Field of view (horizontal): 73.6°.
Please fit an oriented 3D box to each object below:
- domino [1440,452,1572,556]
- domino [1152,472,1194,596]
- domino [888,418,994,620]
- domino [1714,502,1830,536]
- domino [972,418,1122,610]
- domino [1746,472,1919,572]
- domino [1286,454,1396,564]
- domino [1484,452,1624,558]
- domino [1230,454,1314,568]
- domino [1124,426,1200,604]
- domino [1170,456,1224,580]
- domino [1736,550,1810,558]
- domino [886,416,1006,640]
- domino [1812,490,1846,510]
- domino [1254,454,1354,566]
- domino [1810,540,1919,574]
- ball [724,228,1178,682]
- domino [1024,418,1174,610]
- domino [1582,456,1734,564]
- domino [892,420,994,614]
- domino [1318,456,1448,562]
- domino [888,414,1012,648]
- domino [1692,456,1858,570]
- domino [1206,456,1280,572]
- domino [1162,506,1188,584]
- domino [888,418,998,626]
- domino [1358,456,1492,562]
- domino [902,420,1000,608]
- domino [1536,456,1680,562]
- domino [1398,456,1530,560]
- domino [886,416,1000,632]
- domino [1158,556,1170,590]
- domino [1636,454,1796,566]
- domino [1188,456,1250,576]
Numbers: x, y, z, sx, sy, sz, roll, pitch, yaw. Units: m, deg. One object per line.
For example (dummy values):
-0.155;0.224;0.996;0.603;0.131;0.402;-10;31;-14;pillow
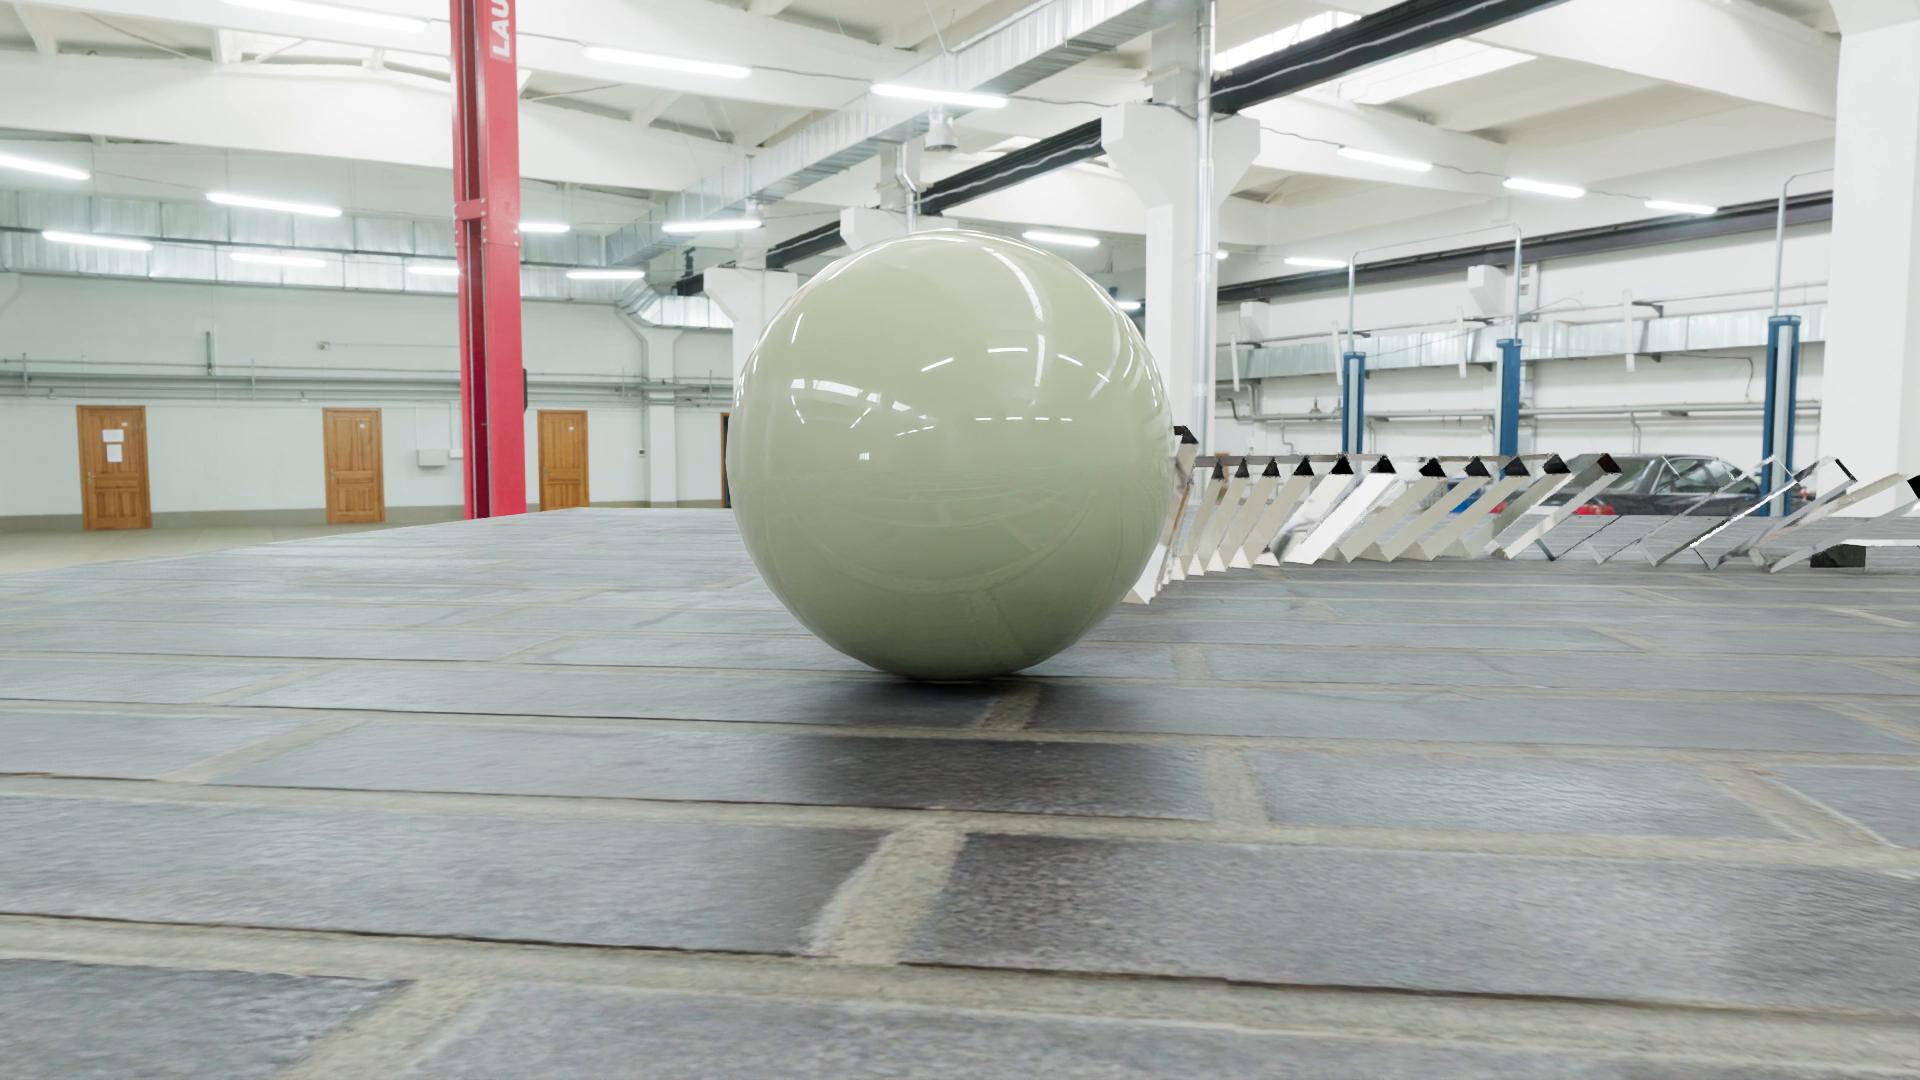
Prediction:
0.201;-0.013;0.482;0.050;0.009;0.025;-38;7;-7;domino
0.051;-0.005;0.376;0.025;0.009;0.050;5;43;23;domino
-0.004;-0.006;0.316;0.025;0.050;0.010;0;-23;0;domino
0.310;-0.009;0.491;0.025;0.010;0.050;1;4;17;domino
0.023;-0.007;0.341;0.009;0.050;0.025;29;-13;-33;domino
0.291;-0.006;0.427;0.050;0.010;0.025;-30;-7;20;domino
0.134;-0.012;0.471;0.050;0.009;0.025;-43;20;-17;domino
0.219;-0.013;0.479;0.050;0.009;0.025;-39;-1;6;domino
0.103;-0.011;0.457;0.025;0.009;0.050;4;44;47;domino
0.046;-0.008;0.354;0.025;0.050;0.009;4;-26;39;domino
0.068;-0.008;0.421;0.025;0.010;0.050;2;43;29;domino
0.314;0.000;0.507;0.025;0.010;0.050;1;4;17;domino
-0.003;-0.003;0.284;0.025;0.050;0.009;0;-23;0;domino
0.305;-0.017;0.478;0.025;0.010;0.050;1;4;13;domino
0.118;-0.012;0.465;0.050;0.010;0.025;-45;26;-23;domino
0.318;0.006;0.430;0.050;0.010;0.025;0;4;-3;domino
-0.002;-0.015;0.230;0.080;0.080;0.080;0;4;0;ball
0.037;-0.007;0.340;0.009;0.050;0.025;29;-13;-33;domino
0.247;-0.010;0.454;0.050;0.009;0.025;-40;-17;28;domino
-0.004;-0.006;0.327;0.025;0.050;0.010;0;-23;0;domino
0.152;-0.012;0.474;0.050;0.010;0.025;-39;13;-9;domino
-0.002;-0.002;0.274;0.025;0.050;0.010;0;-23;0;domino
0.274;-0.009;0.434;0.050;0.009;0.025;-40;-13;25;domino
0.090;-0.010;0.447;0.025;0.009;0.050;3;43;40;domino
0.057;-0.007;0.407;0.025;0.010;0.050;1;42;21;domino
-0.004;-0.005;0.306;0.025;0.050;0.009;0;-23;0;domino
0.169;-0.012;0.475;0.050;0.009;0.025;-38;10;-6;domino
-0.002;-0.007;0.338;0.025;0.050;0.010;0;-24;0;domino
0.234;-0.011;0.464;0.050;0.010;0.025;-40;-15;25;domino
0.184;-0.012;0.478;0.050;0.010;0.025;-38;10;-6;domino
-0.004;-0.004;0.295;0.025;0.050;0.009;0;-23;0;domino
0.053;-0.006;0.392;0.025;0.010;0.050;2;42;20;domino
0.260;-0.010;0.443;0.050;0.009;0.025;-40;-14;28;domino
0.078;-0.009;0.435;0.025;0.009;0.050;3;43;34;domino
